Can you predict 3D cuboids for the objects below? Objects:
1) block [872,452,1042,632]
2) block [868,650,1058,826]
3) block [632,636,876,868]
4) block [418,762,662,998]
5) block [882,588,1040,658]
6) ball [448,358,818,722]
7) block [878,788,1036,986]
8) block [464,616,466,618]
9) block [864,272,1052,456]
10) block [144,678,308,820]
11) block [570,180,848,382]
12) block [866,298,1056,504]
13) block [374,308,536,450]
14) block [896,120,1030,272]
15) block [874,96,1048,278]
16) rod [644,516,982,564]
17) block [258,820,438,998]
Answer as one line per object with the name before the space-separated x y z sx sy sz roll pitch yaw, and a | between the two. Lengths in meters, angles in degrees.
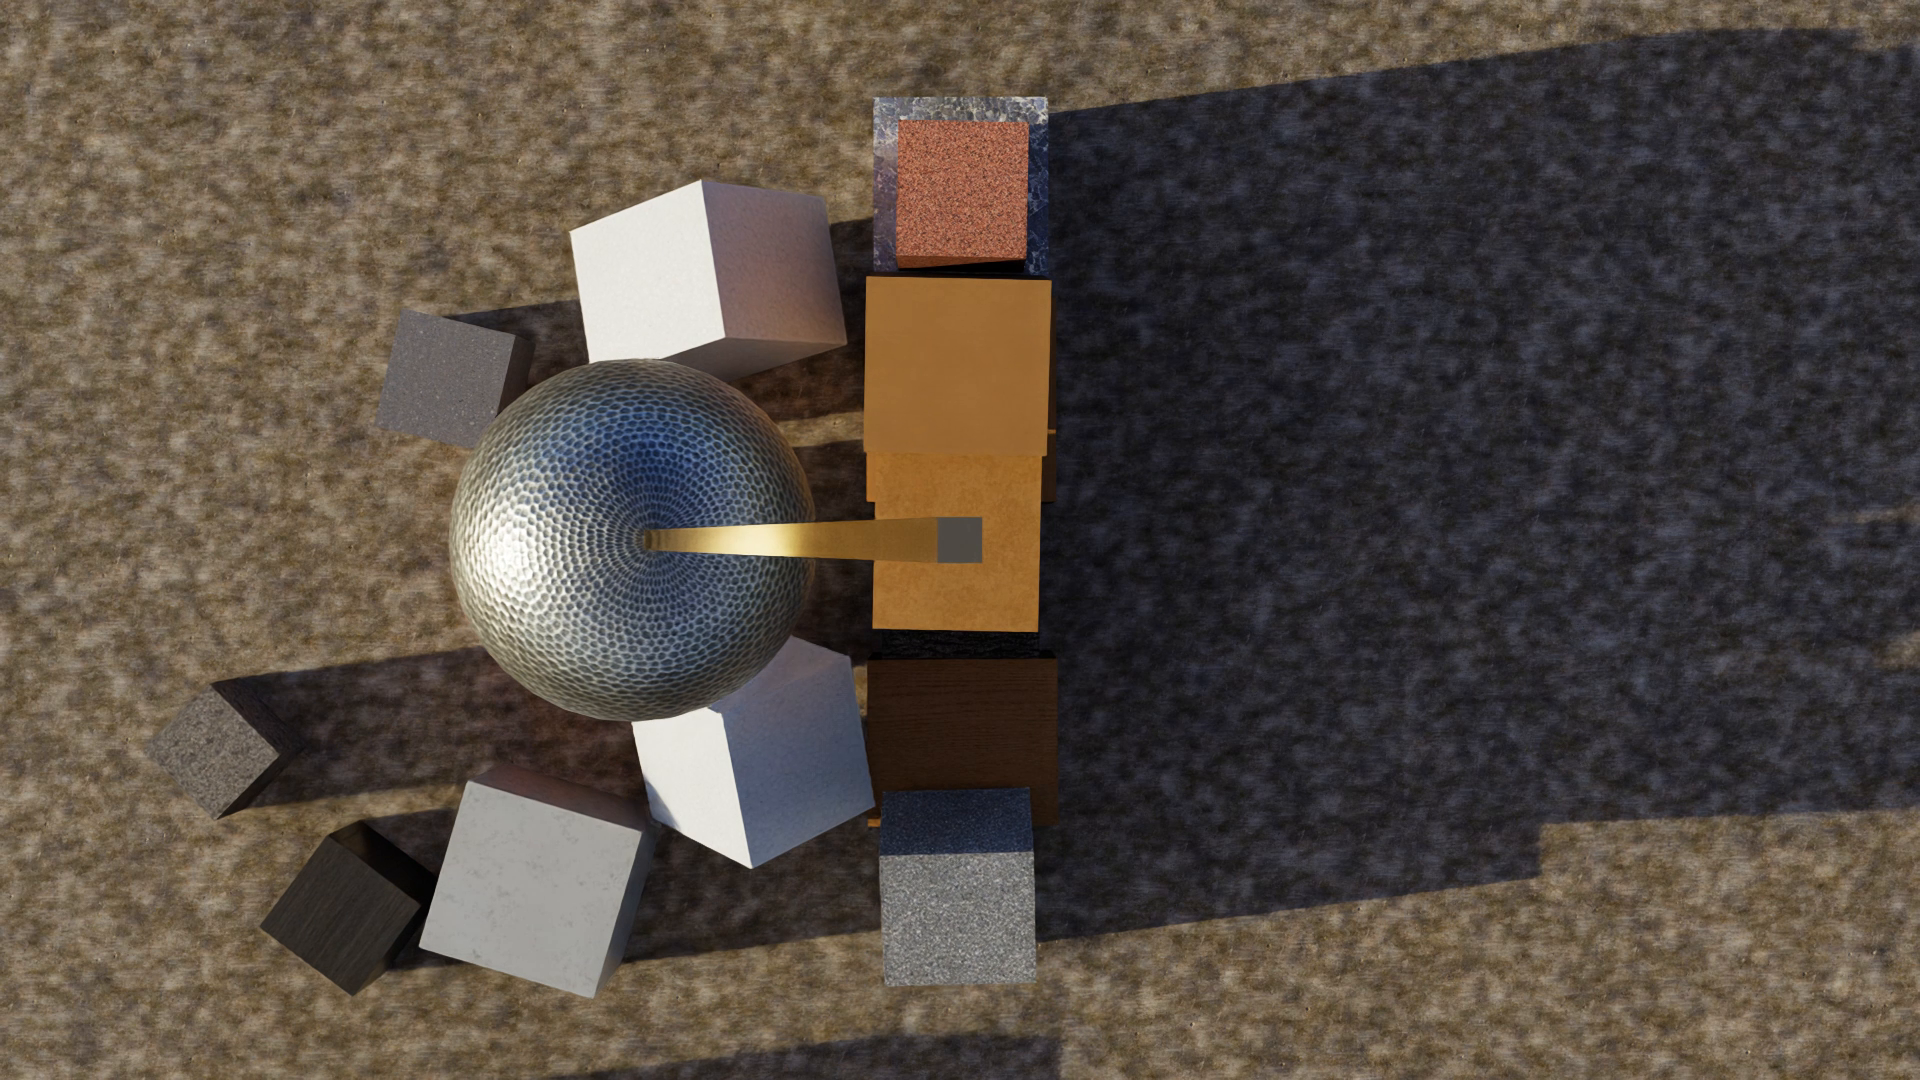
block | -0.015 0.003 11.651 0.847 0.832 0.920 1 90 0
block | 0.016 1.113 12.547 1.048 0.907 0.915 0 90 0
block | -1.155 1.088 12.015 0.838 0.979 0.899 -23 115 -35
block | -2.347 1.911 12.506 0.997 0.989 0.950 16 90 0
block | 0.005 0.229 12.533 0.860 0.935 0.845 0 90 0
ball | -1.425 0.000 9.653 1.600 1.600 1.600 0 90 0
block | -0.009 1.855 11.814 0.801 0.724 0.780 -2 111 0
block | -2.065 0.266 12.533 0.967 0.934 0.941 30 90 0
block | -0.015 -0.936 11.465 0.922 0.945 0.877 1 98 0
block | -4.244 1.202 12.734 0.573 0.533 0.529 45 90 0
block | -1.397 -1.405 12.262 1.029 0.990 0.850 -13 84 37
block | 0.008 -0.771 12.534 1.041 0.932 1.120 0 90 0
block | -2.907 -0.900 12.701 0.661 0.599 0.684 13 90 0
block | 0.012 -1.799 11.573 0.669 0.621 0.695 1 90 0
block | 0.005 -1.869 12.442 0.946 1.117 1.051 0 90 0
rod | -0.617 0.000 6.350 0.080 5.200 0.080 0 90 -14
block | -3.474 2.108 12.662 0.659 0.675 0.642 37 90 0
